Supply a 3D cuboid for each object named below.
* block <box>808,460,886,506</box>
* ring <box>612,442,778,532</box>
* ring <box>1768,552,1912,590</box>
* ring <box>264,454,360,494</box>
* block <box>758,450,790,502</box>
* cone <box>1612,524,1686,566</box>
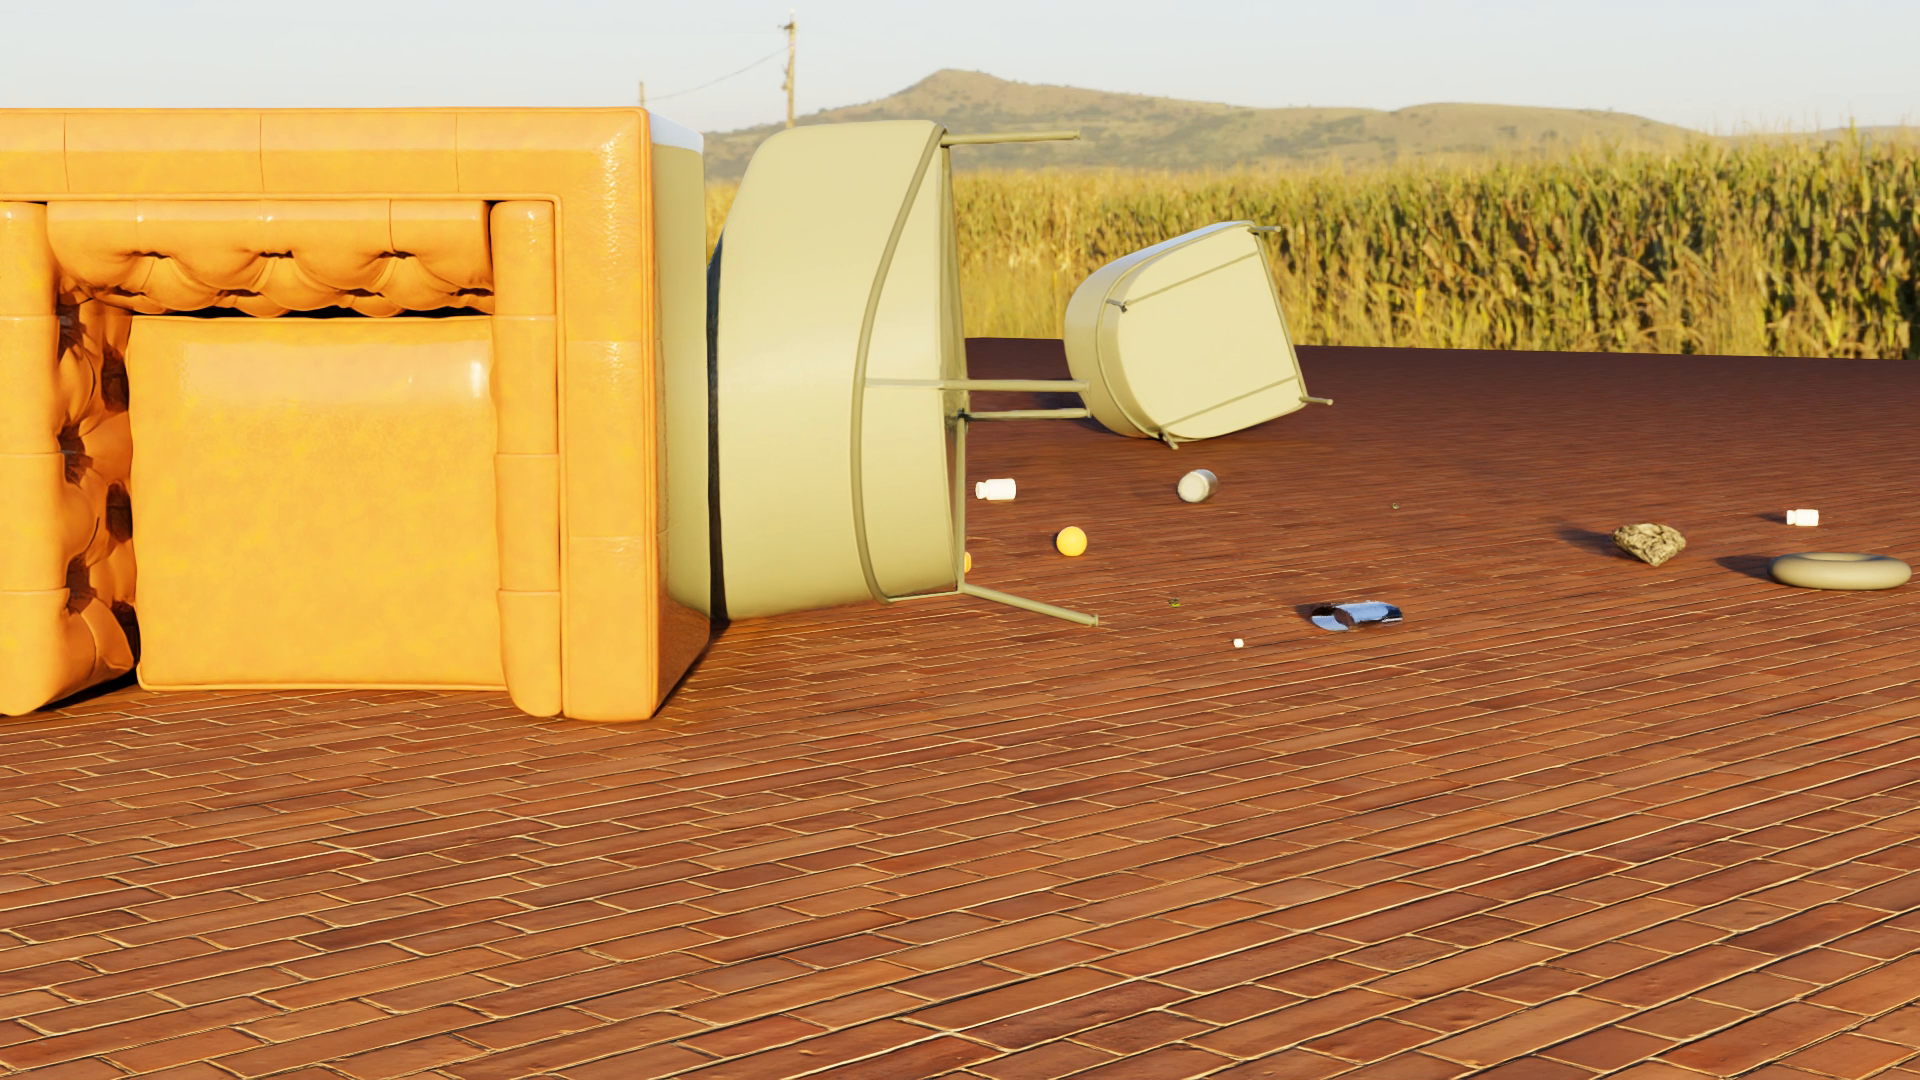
[{"bbox_3d":[-0.330,-0.167,7.486,0.173,0.112,0.213,1,6,14],"label":"block"},{"bbox_3d":[-0.693,-0.137,6.723,0.441,0.105,0.373,-11,32,-9],"label":"ring"},{"bbox_3d":[1.875,0.066,5.473,0.295,0.062,0.275,2,6,28],"label":"ring"},{"bbox_3d":[-1.986,-0.202,7.866,0.235,0.105,0.405,0,6,16],"label":"ring"},{"bbox_3d":[-0.630,-0.187,7.565,0.174,0.136,0.262,2,6,19],"label":"block"},{"bbox_3d":[1.593,0.031,5.897,0.167,0.088,0.163,6,22,6],"label":"cone"}]
